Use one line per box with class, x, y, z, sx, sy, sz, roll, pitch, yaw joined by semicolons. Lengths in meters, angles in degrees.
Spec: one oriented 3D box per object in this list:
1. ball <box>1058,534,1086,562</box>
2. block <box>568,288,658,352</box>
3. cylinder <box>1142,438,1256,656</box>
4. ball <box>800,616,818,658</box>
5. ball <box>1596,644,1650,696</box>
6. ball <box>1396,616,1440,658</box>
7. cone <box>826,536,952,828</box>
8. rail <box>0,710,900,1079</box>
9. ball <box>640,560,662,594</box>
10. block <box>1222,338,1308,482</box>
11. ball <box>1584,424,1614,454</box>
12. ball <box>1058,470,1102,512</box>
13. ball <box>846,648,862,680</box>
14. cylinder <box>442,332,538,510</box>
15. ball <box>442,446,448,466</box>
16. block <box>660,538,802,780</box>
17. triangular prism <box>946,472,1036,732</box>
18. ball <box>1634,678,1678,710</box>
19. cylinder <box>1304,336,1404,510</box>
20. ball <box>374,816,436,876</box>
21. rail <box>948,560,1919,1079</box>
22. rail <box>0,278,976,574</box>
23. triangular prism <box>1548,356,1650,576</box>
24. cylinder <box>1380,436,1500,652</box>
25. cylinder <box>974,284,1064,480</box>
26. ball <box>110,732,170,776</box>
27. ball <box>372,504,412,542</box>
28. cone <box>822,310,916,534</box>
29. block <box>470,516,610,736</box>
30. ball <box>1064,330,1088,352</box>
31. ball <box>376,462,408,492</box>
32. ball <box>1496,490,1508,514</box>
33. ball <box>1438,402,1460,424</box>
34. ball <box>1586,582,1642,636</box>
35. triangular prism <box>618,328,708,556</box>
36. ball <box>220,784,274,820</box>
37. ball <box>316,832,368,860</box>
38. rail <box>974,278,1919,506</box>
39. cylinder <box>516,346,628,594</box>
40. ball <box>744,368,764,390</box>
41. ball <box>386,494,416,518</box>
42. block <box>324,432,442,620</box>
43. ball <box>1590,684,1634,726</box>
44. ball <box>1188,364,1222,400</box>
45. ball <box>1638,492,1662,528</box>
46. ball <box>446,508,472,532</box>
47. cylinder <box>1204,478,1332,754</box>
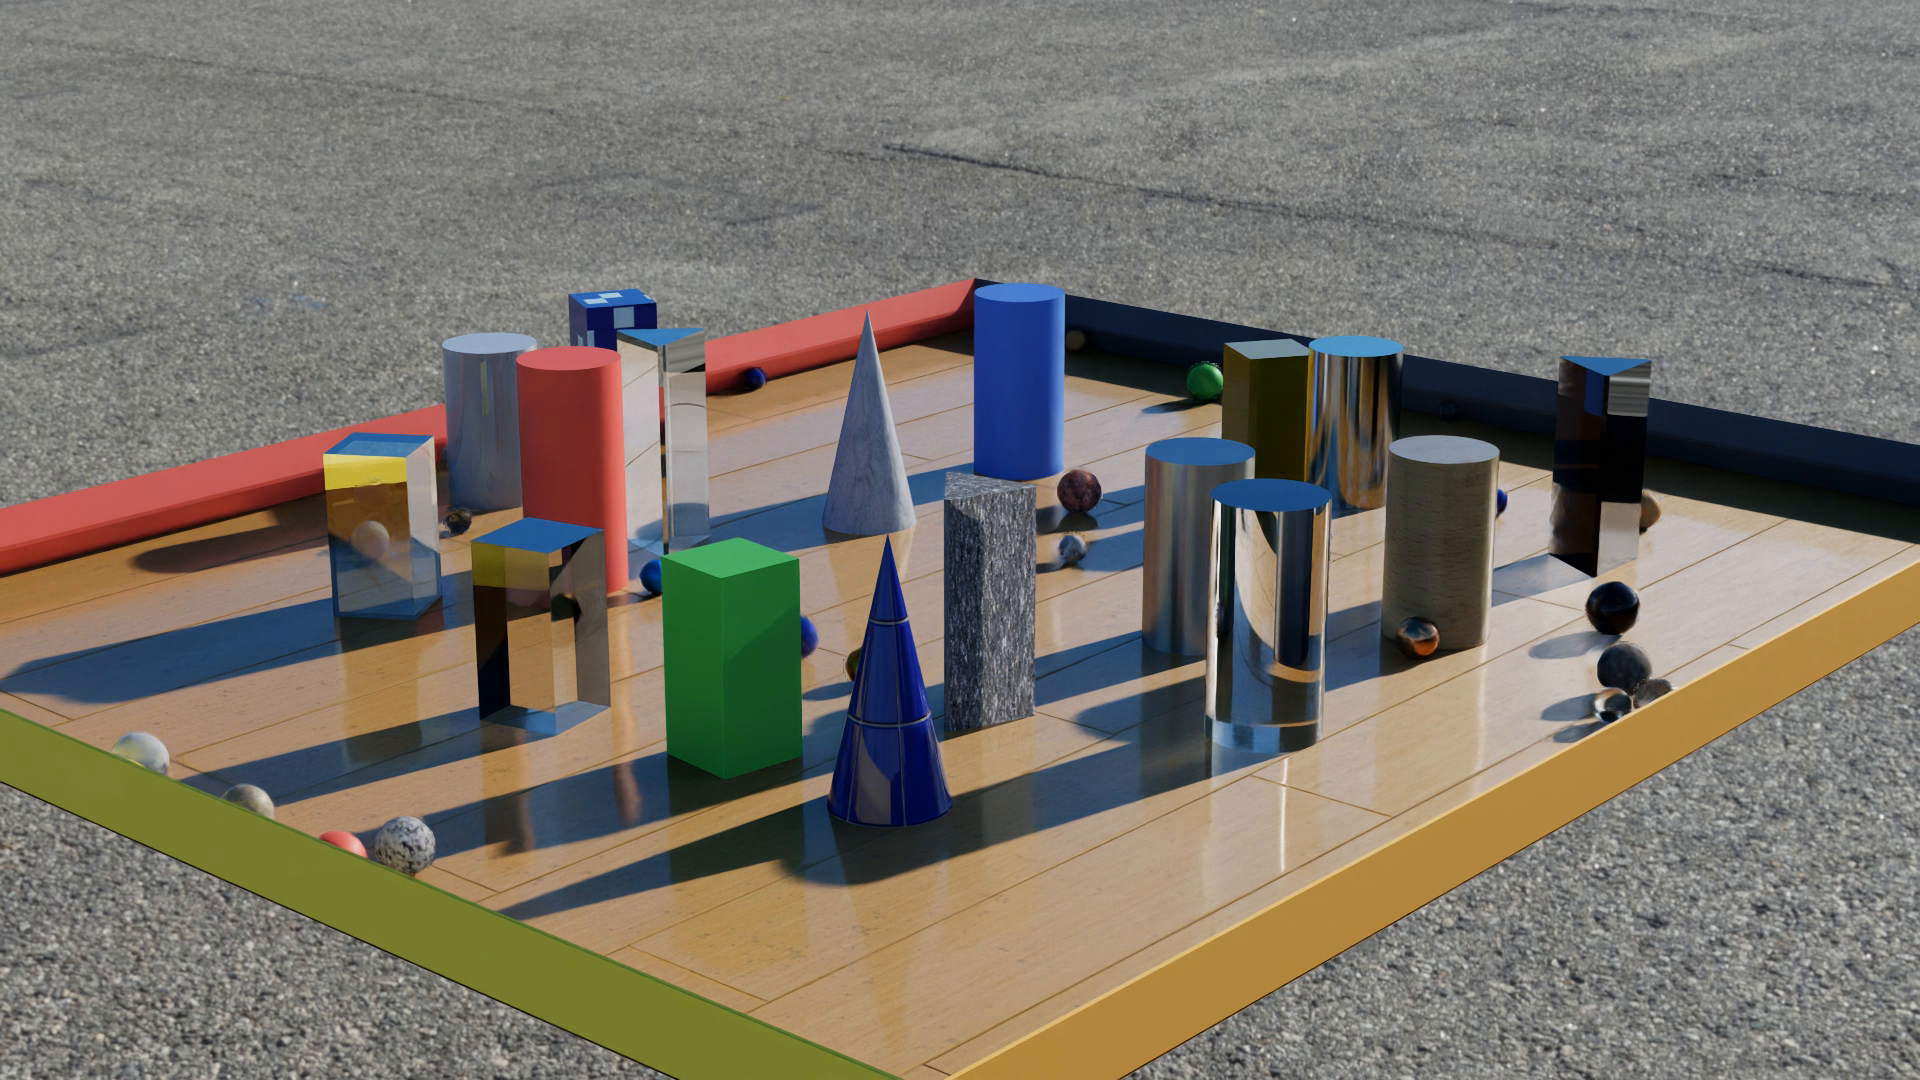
ball;0.203;0.015;5.284;0.052;0.052;0.052;0;17;0
block;-0.701;-0.331;5.954;0.144;0.326;0.144;-7;18;-21
cylinder;0.393;0.009;4.836;0.180;0.323;0.180;0;17;0
ball;-0.266;0.159;4.776;0.072;0.072;0.072;0;17;0
ball;1.043;0.205;4.605;0.083;0.083;0.083;0;17;0
ball;0.745;0.158;4.778;0.071;0.071;0.071;0;17;0
cone;-0.100;0.183;4.122;0.180;0.404;0.180;0;17;0
rail;-1.038;0.376;3.977;2.698;0.117;0.045;14;22;39
ball;-0.528;0.064;5.111;0.059;0.059;0.059;0;17;0
block;0.614;-0.255;5.822;0.144;0.256;0.144;-5;17;-15
ball;1.307;-0.206;5.999;0.061;0.061;0.061;0;17;0
ball;0.227;-0.093;5.587;0.083;0.083;0.083;0;17;0
ball;-0.152;0.201;4.660;0.059;0.059;0.059;0;17;0
cylinder;-0.900;-0.230;5.653;0.180;0.307;0.180;0;17;0
ball;-1.019;-0.170;5.900;0.049;0.049;0.049;0;17;0
block;-0.336;0.172;4.324;0.144;0.308;0.144;-15;22;-40
triangular prism;0.015;0.088;4.501;0.156;0.367;0.135;-9;19;-27
ball;1.066;0.249;4.475;0.074;0.074;0.074;0;17;0
cylinder;0.758;-0.227;5.656;0.180;0.300;0.180;0;17;0
ball;-0.744;0.411;3.930;0.080;0.080;0.080;0;17;0
rail;1.001;0.281;4.290;0.045;0.117;3.214;14;22;39
rail;-1.001;-0.223;5.953;0.045;0.117;3.214;14;22;39
triangular prism;1.125;-0.140;5.250;0.135;0.368;0.156;14;22;38
cylinder;0.794;0.004;4.858;0.180;0.320;0.180;0;17;0
cylinder;0.118;-0.318;5.851;0.180;0.360;0.180;0;17;0
ball;-1.182;0.320;4.218;0.086;0.086;0.086;0;17;0
ball;-1.047;-0.032;5.406;0.070;0.070;0.070;0;17;0
cone;-0.171;-0.232;5.481;0.180;0.411;0.180;0;17;0
block;-0.641;0.130;4.495;0.144;0.289;0.144;9;19;27
ball;0.272;-0.466;6.870;0.053;0.053;0.053;0;17;0
ball;-1.106;-0.122;5.711;0.059;0.059;0.059;0;17;0
ball;1.018;-0.072;5.577;0.049;0.049;0.049;0;17;0
ball;1.042;-0.272;6.241;0.046;0.046;0.046;0;17;0
ball;1.090;0.114;4.893;0.090;0.090;0.090;0;17;0
triangular prism;-0.522;-0.185;5.356;0.135;0.394;0.156;-12;20;-34
ball;-0.987;0.377;4.044;0.079;0.079;0.079;0;17;0
ball;-0.825;0.426;3.881;0.080;0.080;0.080;0;17;0
rail;1.038;-0.318;6.266;2.698;0.117;0.045;14;22;39
cylinder;-0.675;-0.120;5.117;0.180;0.406;0.180;0;17;0
ball;-0.457;-0.358;6.526;0.046;0.046;0.046;0;17;0
ball;-1.054;-0.058;5.513;0.058;0.058;0.058;0;17;0
block;-0.984;-0.025;5.010;0.144;0.286;0.144;3;17;9
ball;0.998;0.254;4.484;0.065;0.065;0.065;0;17;0
ball;0.538;-0.345;6.422;0.081;0.081;0.081;0;17;0
ball;1.277;-0.057;5.490;0.069;0.069;0.069;0;17;0
ball;-0.934;-0.037;5.464;0.048;0.048;0.048;0;17;0
cylinder;0.462;0.112;4.405;0.180;0.375;0.180;0;17;0
